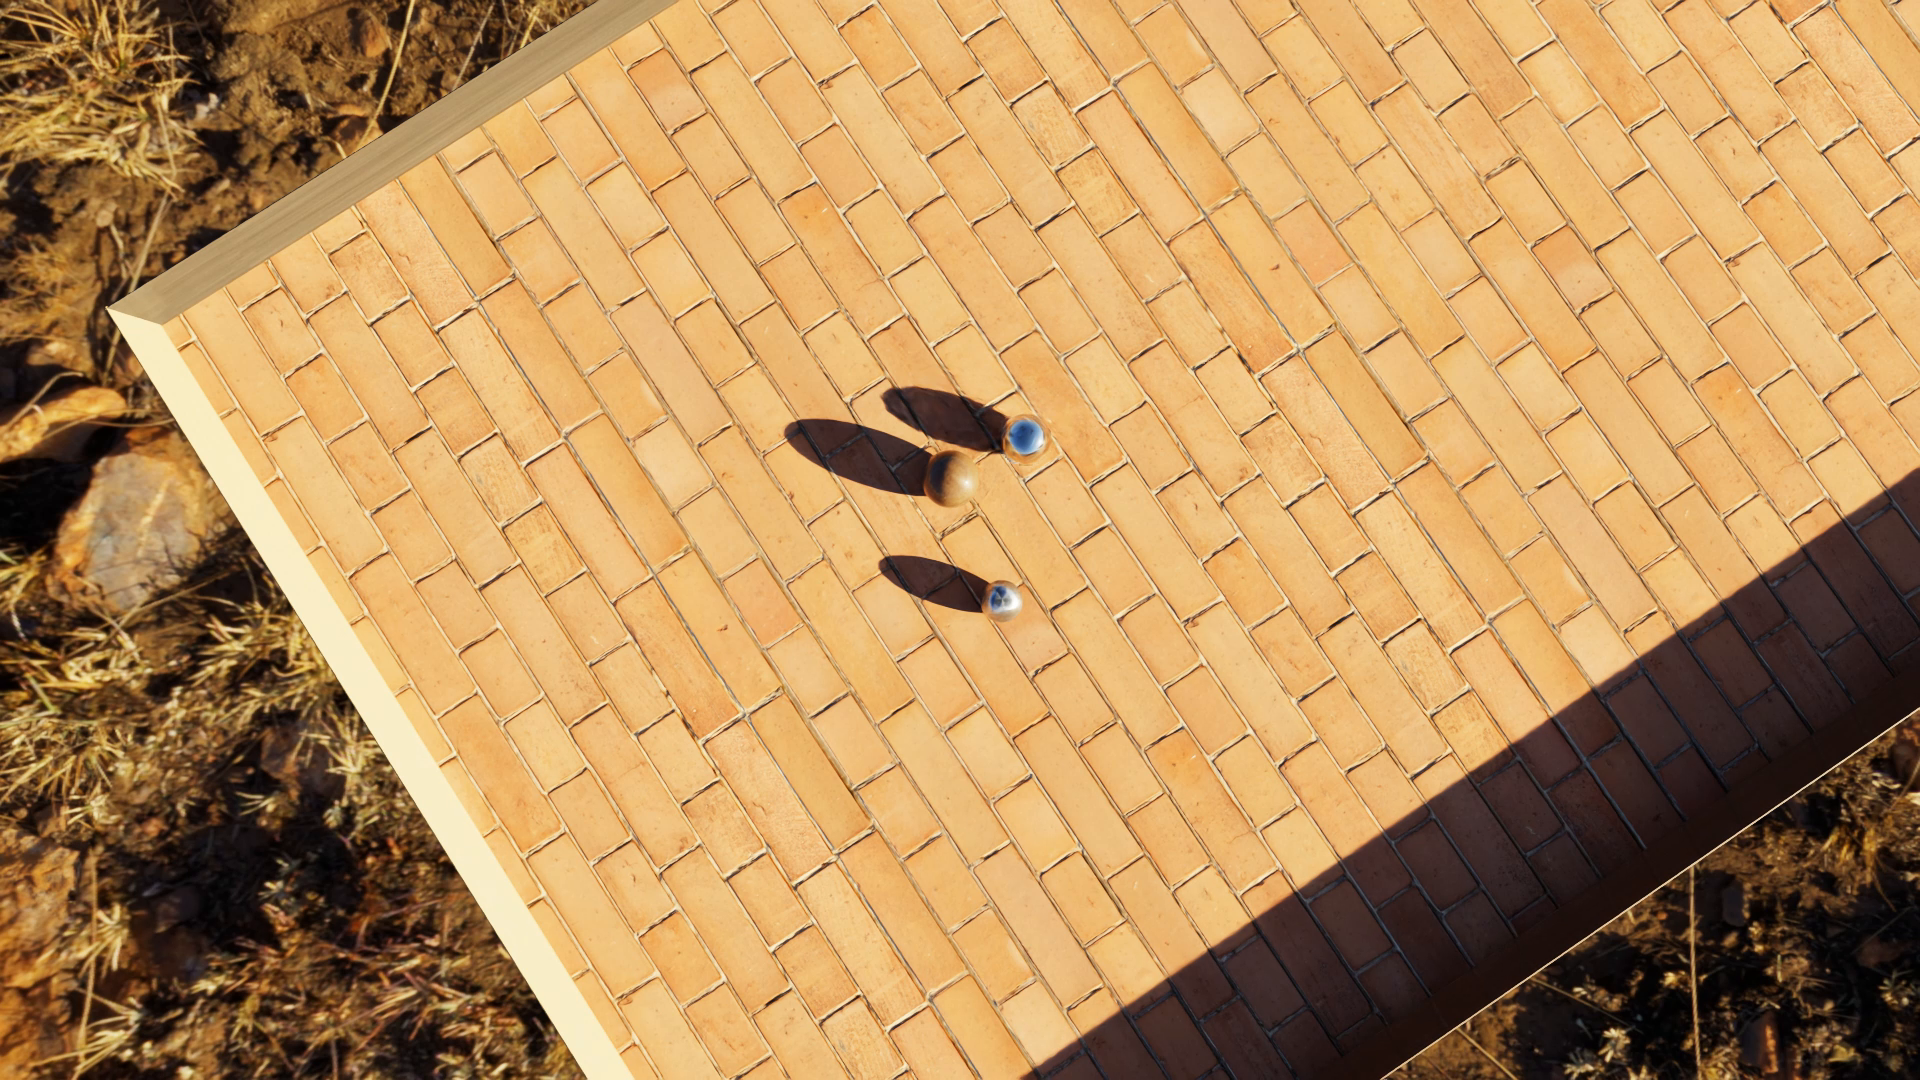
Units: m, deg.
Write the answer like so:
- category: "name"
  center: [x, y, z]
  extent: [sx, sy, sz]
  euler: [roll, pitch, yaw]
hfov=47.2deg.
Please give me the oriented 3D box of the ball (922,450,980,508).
- category: "ball"
  center: [-0.014, -0.091, 3.267]
  extent: [0.087, 0.087, 0.087]
  euler: [0, 82, 0]

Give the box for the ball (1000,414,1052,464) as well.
- category: "ball"
  center: [0.098, -0.151, 3.280]
  extent: [0.075, 0.075, 0.075]
  euler: [0, 82, 0]

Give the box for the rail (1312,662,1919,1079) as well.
- category: "rail"
  center: [1.243, 0.309, 3.199]
  extent: [3.454, 0.113, 0.045]
  euler: [-33, 84, -4]

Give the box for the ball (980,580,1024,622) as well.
- category: "ball"
  center: [0.062, 0.091, 3.254]
  extent: [0.064, 0.064, 0.064]
  euler: [0, 82, 0]

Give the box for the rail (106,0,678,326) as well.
- category: "rail"
  center: [0.196, -1.259, 3.409]
  extent: [3.454, 0.113, 0.045]
  euler: [-33, 84, -4]

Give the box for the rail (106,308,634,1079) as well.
- category: "rail"
  center: [-0.700, 0.457, 3.179]
  extent: [0.045, 0.113, 1.944]
  euler: [-33, 84, -4]
